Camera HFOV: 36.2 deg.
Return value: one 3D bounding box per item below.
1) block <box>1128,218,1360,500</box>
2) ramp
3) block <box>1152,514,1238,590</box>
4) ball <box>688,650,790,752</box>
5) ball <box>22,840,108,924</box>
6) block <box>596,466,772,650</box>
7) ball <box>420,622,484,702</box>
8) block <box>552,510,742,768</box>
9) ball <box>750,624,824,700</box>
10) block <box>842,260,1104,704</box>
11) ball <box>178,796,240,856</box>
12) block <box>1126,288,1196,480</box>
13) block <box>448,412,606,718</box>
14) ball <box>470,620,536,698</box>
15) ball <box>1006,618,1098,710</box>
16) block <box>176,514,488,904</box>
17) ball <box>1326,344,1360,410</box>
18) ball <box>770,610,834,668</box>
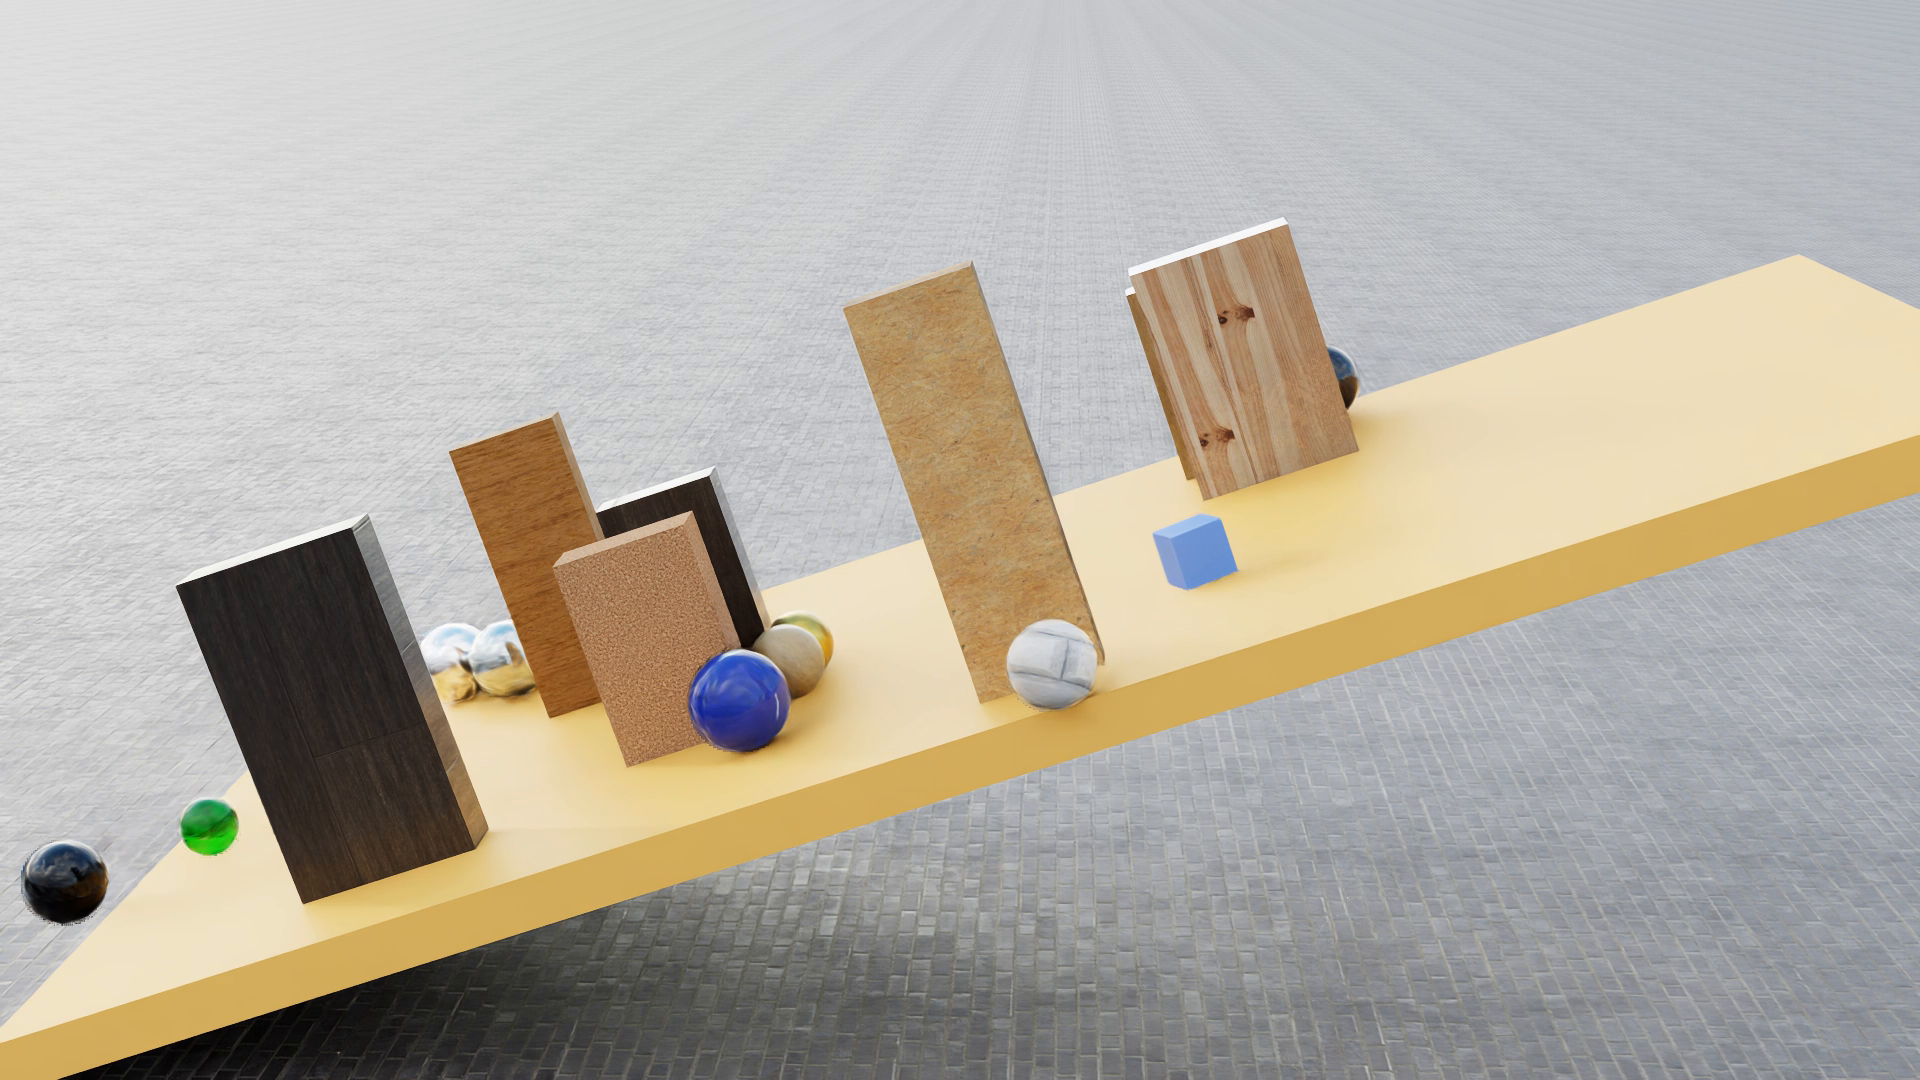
[{"bbox_3d":[0.637,-0.407,6.613,0.366,0.536,0.141,-18,11,6],"label":"block"},{"bbox_3d":[0.106,0.181,6.306,4.000,0.100,2.000,-18,11,6],"label":"ramp"},{"bbox_3d":[0.470,0.023,5.892,0.112,0.112,0.112,-22,11,-13],"label":"block"},{"bbox_3d":[-0.431,0.314,5.762,0.199,0.199,0.199,0,12,0],"label":"ball"},{"bbox_3d":[-1.921,0.733,6.315,0.178,0.178,0.178,0,12,0],"label":"ball"},{"bbox_3d":[-0.570,0.111,6.281,0.255,0.471,0.109,-18,11,6],"label":"block"},{"bbox_3d":[-1.241,0.301,7.238,0.195,0.195,0.195,0,12,0],"label":"ball"},{"bbox_3d":[-0.612,0.201,5.990,0.281,0.439,0.141,-18,11,6],"label":"block"},{"bbox_3d":[-0.357,0.252,6.059,0.157,0.157,0.157,0,12,0],"label":"ball"},{"bbox_3d":[0.030,-0.106,5.483,0.246,0.787,0.105,-18,11,6],"label":"block"},{"bbox_3d":[-1.655,0.630,6.480,0.130,0.130,0.130,0,12,0],"label":"ball"},{"bbox_3d":[0.599,-0.409,6.895,0.293,0.460,0.111,-18,11,6],"label":"block"},{"bbox_3d":[-0.921,0.058,6.668,0.248,0.651,0.086,-18,11,6],"label":"block"},{"bbox_3d":[-1.083,0.286,7.057,0.187,0.187,0.187,0,12,0],"label":"ball"},{"bbox_3d":[0.166,0.224,5.280,0.164,0.164,0.164,0,12,0],"label":"ball"},{"bbox_3d":[-1.223,0.331,5.758,0.365,0.676,0.136,-18,11,6],"label":"block"},{"bbox_3d":[0.861,-0.375,7.018,0.184,0.184,0.184,0,12,0],"label":"ball"},{"bbox_3d":[-0.339,0.221,6.206,0.146,0.146,0.146,0,12,0],"label":"ball"}]
